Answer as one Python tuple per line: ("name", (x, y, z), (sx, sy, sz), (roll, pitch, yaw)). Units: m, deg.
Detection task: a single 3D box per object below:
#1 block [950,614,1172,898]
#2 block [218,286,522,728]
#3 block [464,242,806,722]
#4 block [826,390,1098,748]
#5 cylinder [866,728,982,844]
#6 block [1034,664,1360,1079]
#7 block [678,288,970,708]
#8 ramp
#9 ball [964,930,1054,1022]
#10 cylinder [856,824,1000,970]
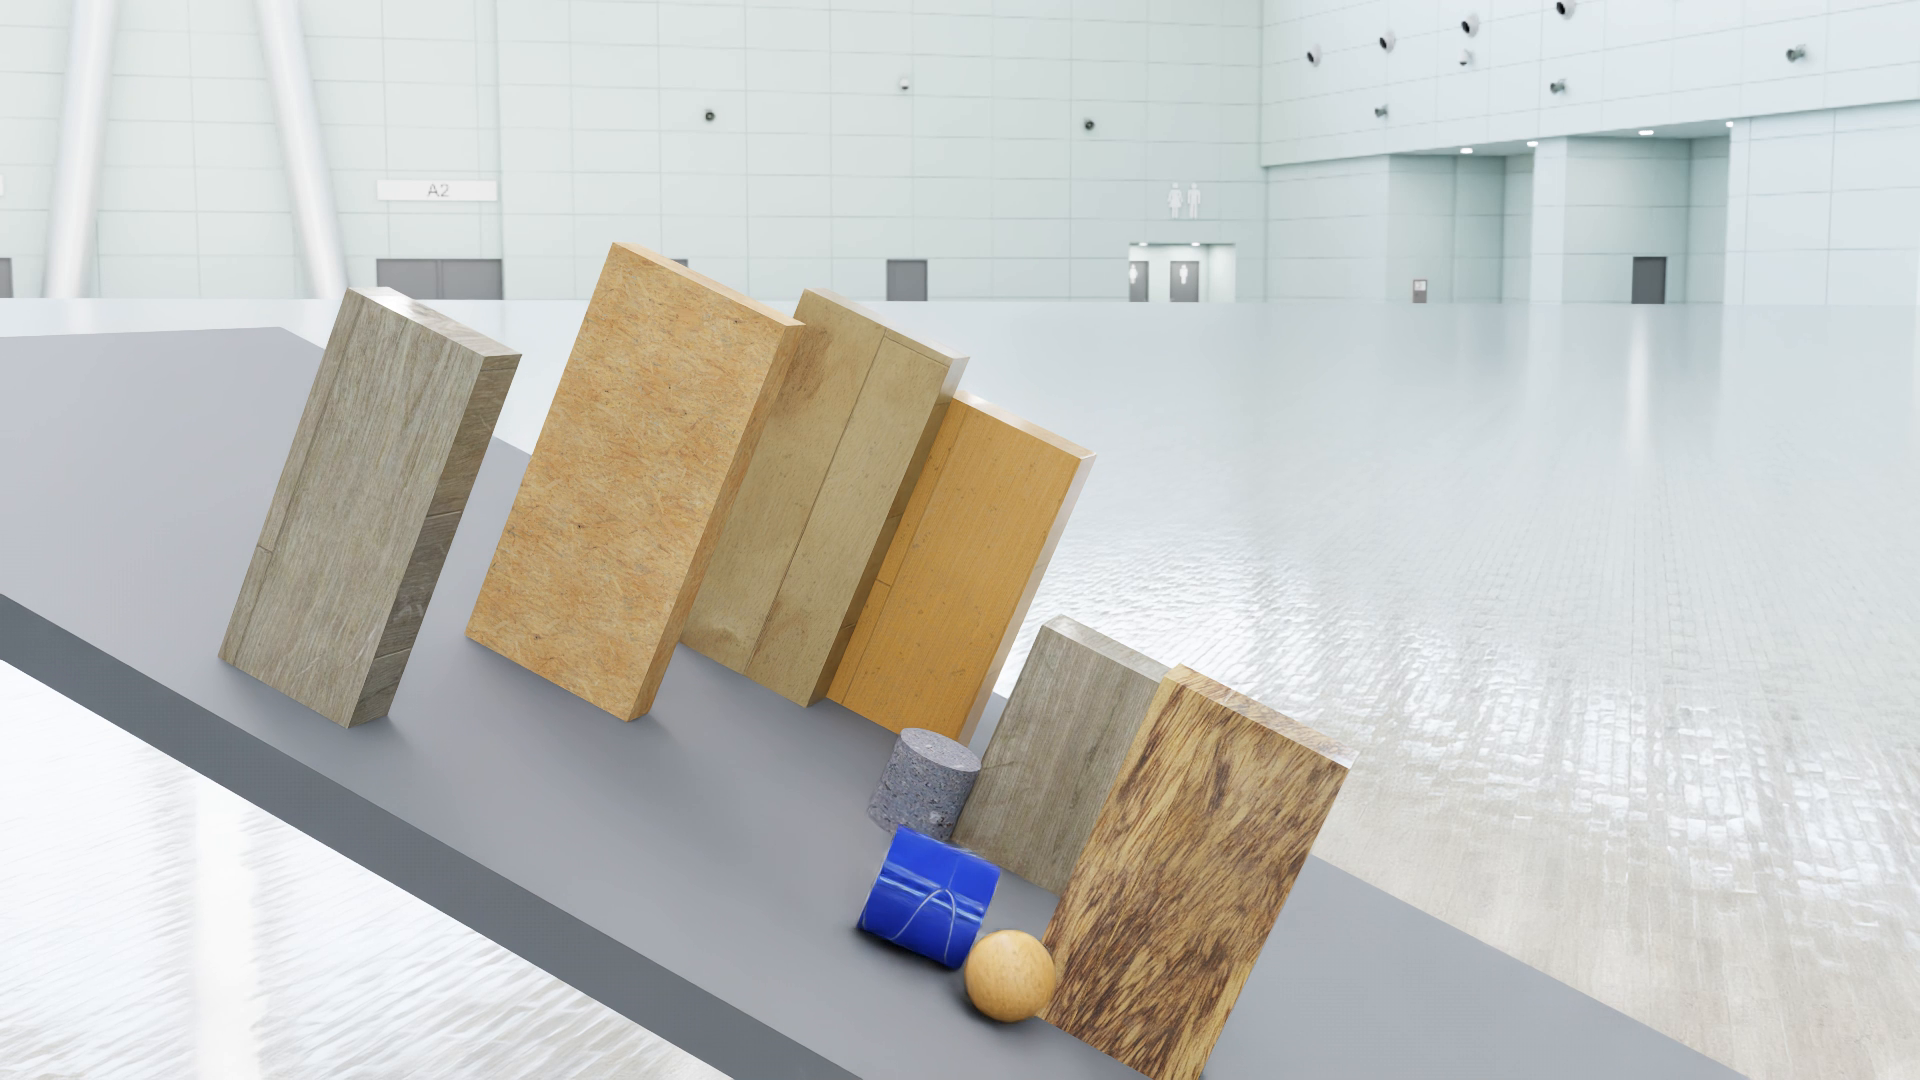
("block", (0.196, 0.404, 4.108), (0.259, 0.451, 0.141), (26, 13, 13))
("block", (-0.947, -0.052, 3.517), (0.259, 0.650, 0.119), (26, 13, 13))
("block", (-0.599, -0.104, 4.008), (0.361, 0.790, 0.095), (26, 13, 13))
("block", (-0.008, 0.071, 4.548), (0.315, 0.688, 0.134), (26, 13, 13))
("cylinder", (-0.067, 0.459, 4.076), (0.163, 0.163, 0.163), (22, 13, -5))
("block", (0.357, 0.541, 3.512), (0.317, 0.601, 0.124), (26, 13, 13))
("block", (-0.295, -0.086, 4.477), (0.339, 0.779, 0.114), (26, 13, 13))
("ramp", (-0.282, 0.487, 4.180), (4.000, 0.100, 2.000), (26, 13, 13))
("ball", (0.078, 0.687, 3.470), (0.143, 0.143, 0.143), (0, 7, 0))
("cylinder", (-0.052, 0.581, 3.584), (0.180, 0.180, 0.180), (23, 7, 0))
